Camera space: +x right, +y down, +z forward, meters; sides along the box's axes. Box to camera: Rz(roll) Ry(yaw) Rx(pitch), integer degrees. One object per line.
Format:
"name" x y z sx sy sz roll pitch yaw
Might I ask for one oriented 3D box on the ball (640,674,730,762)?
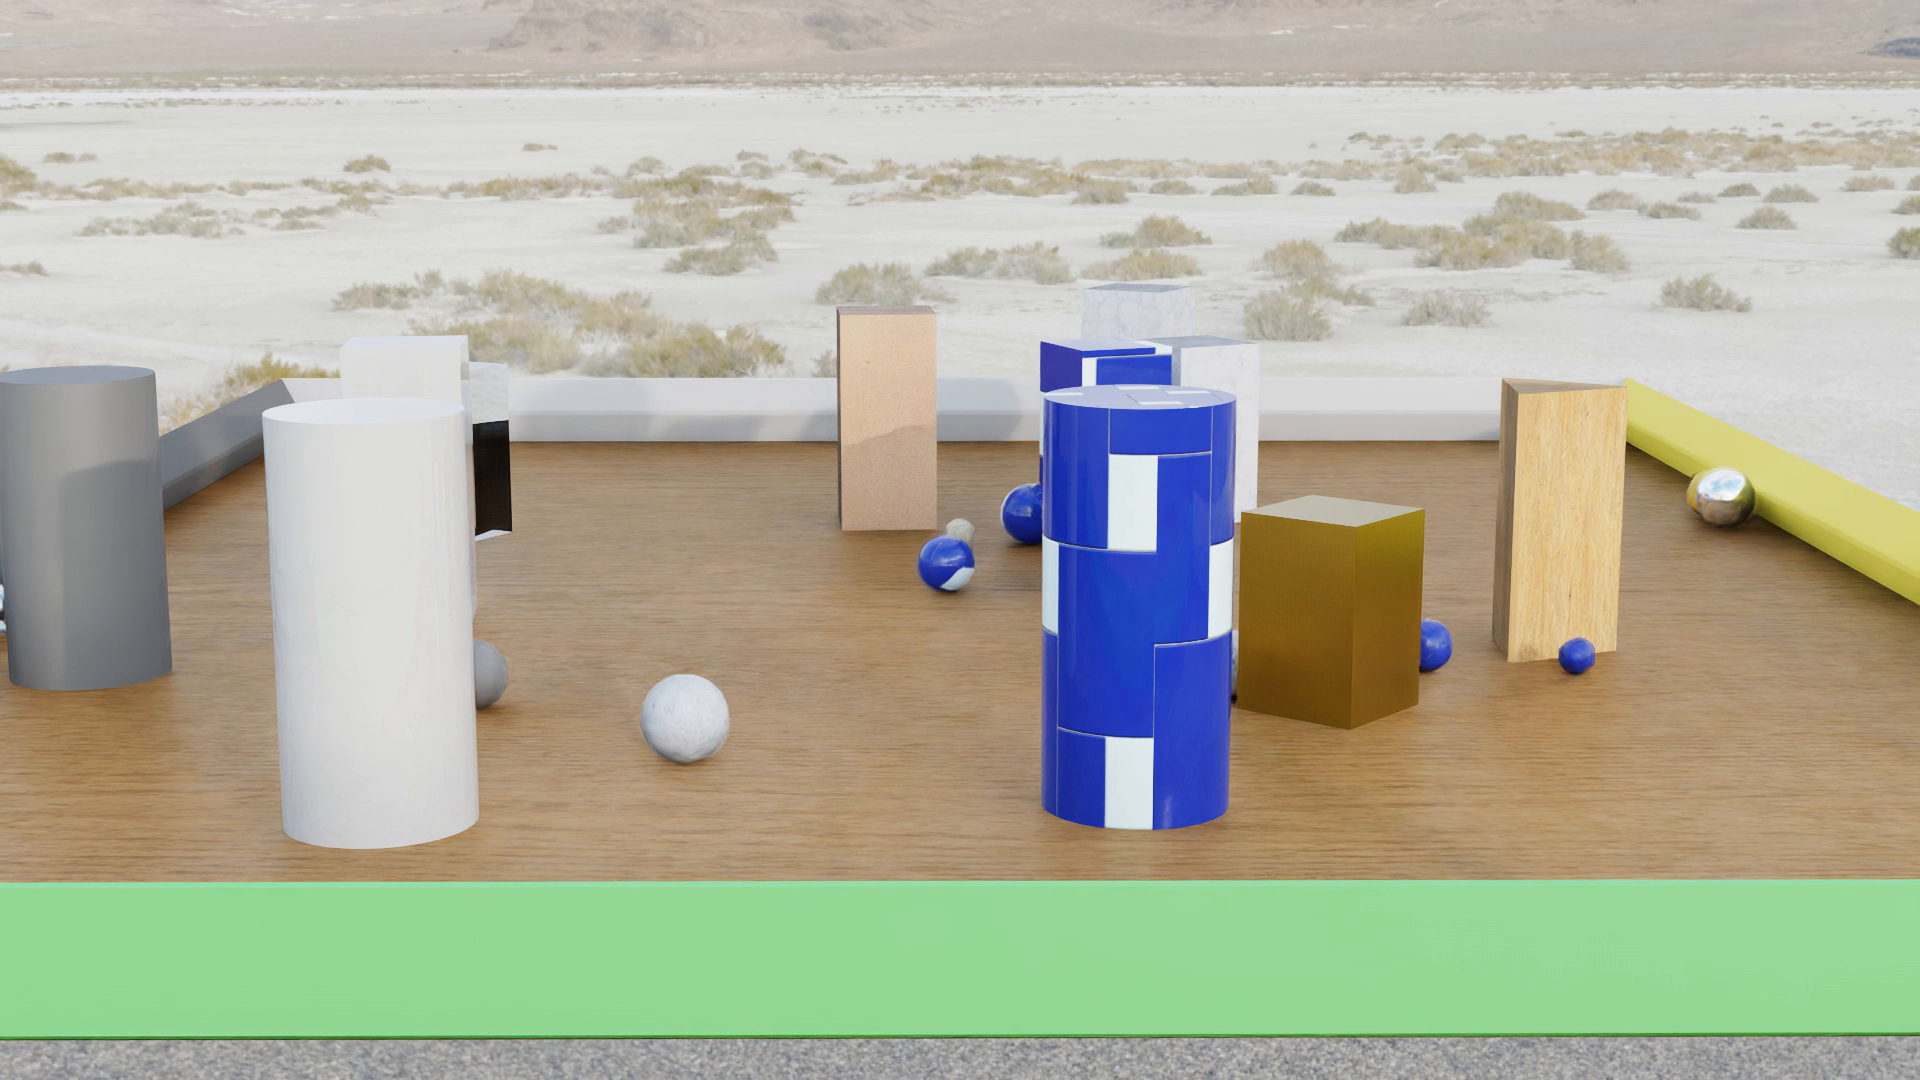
"ball" -0.289 0.187 2.697 0.093 0.093 0.093 0 11 0

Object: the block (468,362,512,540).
"block" -0.803 -0.137 3.966 0.149 0.264 0.149 6 12 28

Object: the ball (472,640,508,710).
"ball" -0.554 0.153 2.916 0.080 0.080 0.080 0 11 0

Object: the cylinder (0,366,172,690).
"cylinder" -1.049 -0.018 3.065 0.187 0.361 0.187 0 11 0

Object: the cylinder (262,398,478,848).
"cylinder" -0.562 0.075 2.458 0.187 0.401 0.187 0 11 0

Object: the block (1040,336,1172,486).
"block" 0.222 -0.151 3.936 0.149 0.302 0.149 -5 11 -23

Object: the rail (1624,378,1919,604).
"rail" 1.280 0.030 3.457 0.045 0.121 3.101 0 11 0

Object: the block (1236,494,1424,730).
"block" 0.421 0.078 2.912 0.149 0.228 0.149 9 14 39

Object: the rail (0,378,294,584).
"rail" -1.280 0.033 3.442 0.045 0.121 3.101 0 11 0

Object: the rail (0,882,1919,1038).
"rail" 0.009 0.312 1.949 2.607 0.121 0.045 0 11 0

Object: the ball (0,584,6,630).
"ball" -1.240 0.087 3.321 0.060 0.060 0.060 0 11 0

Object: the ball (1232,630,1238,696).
"ball" 0.319 0.143 2.980 0.076 0.076 0.076 0 11 0

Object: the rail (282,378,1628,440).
"rail" -0.009 -0.249 4.950 2.607 0.121 0.045 0 11 0

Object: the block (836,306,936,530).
"block" -0.117 -0.196 4.079 0.149 0.339 0.149 -1 11 -5

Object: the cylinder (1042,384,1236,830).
"cylinder" 0.174 0.061 2.516 0.187 0.407 0.187 0 11 0

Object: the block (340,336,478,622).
"block" -0.717 -0.075 3.349 0.149 0.368 0.149 -1 11 -7

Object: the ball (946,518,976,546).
"ball" 0.000 -0.009 3.878 0.046 0.046 0.046 0 11 0

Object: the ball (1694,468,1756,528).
"ball" 1.209 -0.066 4.055 0.092 0.092 0.092 0 11 0

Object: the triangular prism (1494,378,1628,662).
"triangular prism" 0.719 -0.031 3.215 0.162 0.332 0.140 -5 12 -25

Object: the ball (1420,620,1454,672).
"ball" 0.565 0.127 3.100 0.063 0.063 0.063 0 11 0

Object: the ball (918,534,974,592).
"ball" -0.019 0.032 3.564 0.079 0.079 0.079 0 11 0

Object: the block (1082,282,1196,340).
"block" 0.310 -0.270 4.474 0.149 0.339 0.149 6 12 27

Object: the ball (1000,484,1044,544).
"ball" 0.107 -0.040 3.916 0.092 0.092 0.092 0 11 0

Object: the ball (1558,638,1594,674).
"ball" 0.742 0.140 3.090 0.041 0.041 0.041 0 11 0

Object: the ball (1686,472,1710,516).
"ball" 1.210 -0.073 4.138 0.075 0.075 0.075 0 11 0

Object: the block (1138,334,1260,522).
"block" 0.375 -0.177 4.125 0.149 0.285 0.149 -6 12 -28
